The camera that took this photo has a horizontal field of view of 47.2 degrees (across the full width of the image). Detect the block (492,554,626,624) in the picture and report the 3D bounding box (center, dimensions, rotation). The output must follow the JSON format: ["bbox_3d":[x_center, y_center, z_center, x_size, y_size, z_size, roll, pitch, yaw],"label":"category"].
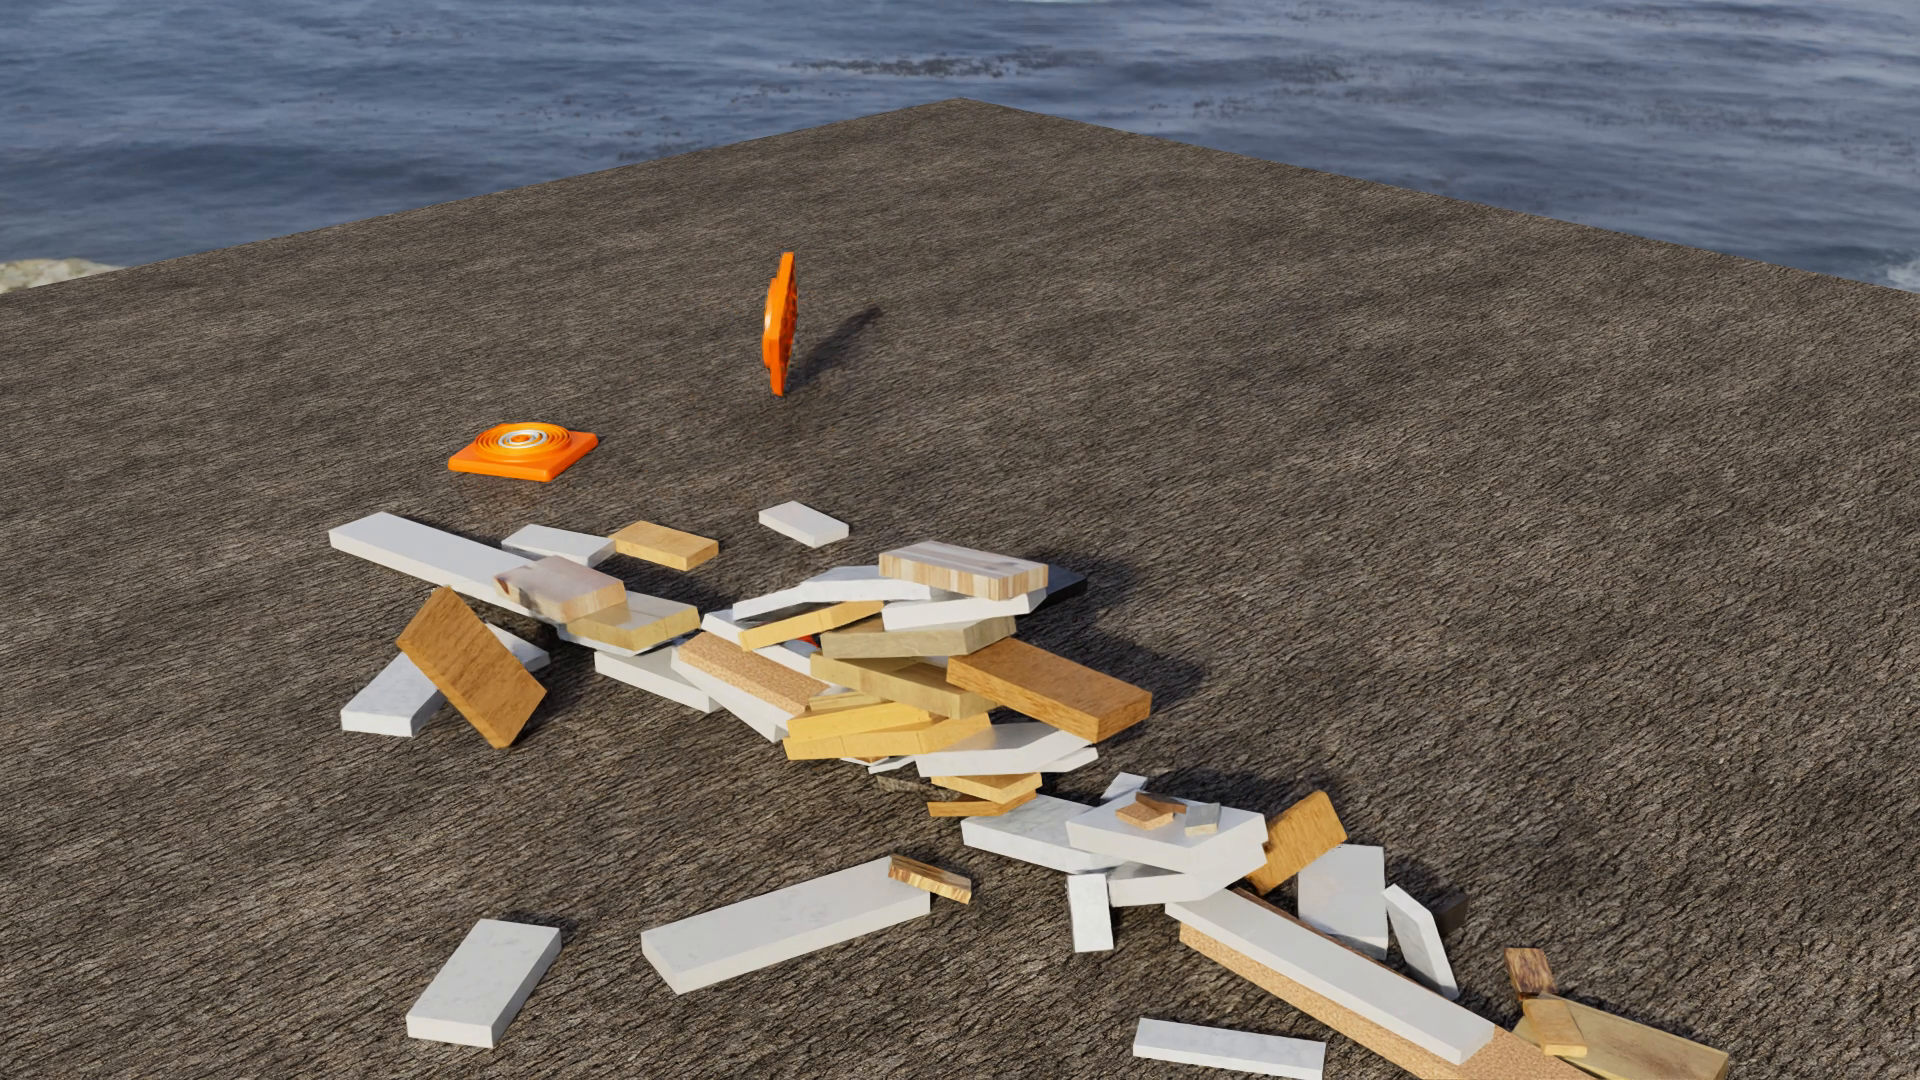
[{"bbox_3d":[-0.933,0.112,5.112,0.168,0.048,0.336,-21,22,-33],"label":"block"}]

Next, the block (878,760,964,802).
[{"bbox_3d":[-0.060,0.491,4.498,0.106,0.030,0.212,-20,16,-39],"label":"block"}]

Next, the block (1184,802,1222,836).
[{"bbox_3d":[0.435,0.499,3.933,0.057,0.016,0.113,-10,10,12],"label":"block"}]

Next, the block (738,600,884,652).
[{"bbox_3d":[-0.314,0.171,4.617,0.301,0.043,0.150,-16,2,45],"label":"block"}]

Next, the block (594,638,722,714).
[{"bbox_3d":[-0.644,0.292,5.008,0.350,0.050,0.175,16,28,33],"label":"block"}]

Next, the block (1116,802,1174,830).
[{"bbox_3d":[0.337,0.504,4.022,0.057,0.016,0.113,-17,11,-23],"label":"block"}]

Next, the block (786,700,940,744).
[{"bbox_3d":[-0.169,0.348,4.537,0.344,0.049,0.172,-12,7,31],"label":"block"}]

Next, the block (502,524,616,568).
[{"bbox_3d":[-1.035,0.018,5.671,0.259,0.037,0.130,10,25,22],"label":"block"}]

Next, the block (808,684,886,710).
[{"bbox_3d":[-0.207,0.316,4.563,0.207,0.029,0.103,-11,9,43],"label":"block"}]

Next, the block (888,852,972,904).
[{"bbox_3d":[-0.057,0.637,4.142,0.158,0.022,0.079,20,9,-4],"label":"block"}]

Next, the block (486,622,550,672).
[{"bbox_3d":[-1.070,0.256,5.120,0.241,0.029,0.104,20,30,39],"label":"block"}]

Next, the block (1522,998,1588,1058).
[{"bbox_3d":[0.995,0.816,3.682,0.069,0.020,0.138,4,21,-3],"label":"block"}]

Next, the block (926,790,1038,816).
[{"bbox_3d":[0.043,0.519,4.394,0.106,0.030,0.212,-20,7,-39],"label":"block"}]

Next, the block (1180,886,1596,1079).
[{"bbox_3d":[0.789,0.833,3.699,0.161,0.046,0.966,-20,32,-40],"label":"block"}]

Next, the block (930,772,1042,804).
[{"bbox_3d":[0.051,0.472,4.367,0.106,0.030,0.212,-20,19,-38],"label":"block"}]

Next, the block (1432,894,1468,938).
[{"bbox_3d":[0.872,0.704,4.023,0.161,0.060,0.017,-20,36,-39],"label":"block"}]

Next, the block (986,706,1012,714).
[{"bbox_3d":[0.111,0.334,4.928,0.247,0.035,0.123,-9,25,-20],"label":"block"}]

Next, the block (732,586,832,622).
[{"bbox_3d":[-0.361,0.138,4.758,0.130,0.037,0.259,5,-14,-43],"label":"block"}]

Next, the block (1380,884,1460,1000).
[{"bbox_3d":[0.803,0.705,3.836,0.030,0.210,0.105,-32,32,-13],"label":"block"}]

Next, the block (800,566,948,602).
[{"bbox_3d":[-0.159,0.087,4.529,0.301,0.043,0.150,-2,11,29],"label":"block"}]

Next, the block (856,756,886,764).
[{"bbox_3d":[-0.198,0.446,4.623,0.049,0.014,0.098,-19,18,-35],"label":"block"}]

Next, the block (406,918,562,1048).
[{"bbox_3d":[-0.834,0.777,3.874,0.154,0.044,0.309,5,23,11],"label":"block"}]

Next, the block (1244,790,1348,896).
[{"bbox_3d":[0.624,0.574,4.166,0.210,0.105,0.030,-30,13,-16],"label":"block"}]

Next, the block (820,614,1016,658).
[{"bbox_3d":[-0.085,0.188,4.425,0.357,0.051,0.179,-4,10,35],"label":"block"}]

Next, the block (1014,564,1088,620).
[{"bbox_3d":[0.186,0.126,5.418,0.123,0.035,0.247,21,31,40],"label":"block"}]

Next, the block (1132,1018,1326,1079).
[{"bbox_3d":[0.454,0.859,3.708,0.316,0.022,0.079,5,24,12],"label":"block"}]

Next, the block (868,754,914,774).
[{"bbox_3d":[-0.143,0.467,4.586,0.049,0.014,0.098,-22,3,-42],"label":"block"}]

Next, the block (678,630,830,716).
[{"bbox_3d":[-0.437,0.284,4.732,0.334,0.033,0.116,23,31,24],"label":"block"}]

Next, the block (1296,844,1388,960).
[{"bbox_3d":[0.714,0.671,4.121,0.161,0.046,0.321,3,23,8],"label":"block"}]

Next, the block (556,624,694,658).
[{"bbox_3d":[-0.783,0.199,5.110,0.175,0.050,0.350,-21,17,-33],"label":"block"}]

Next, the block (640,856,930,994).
[{"bbox_3d":[-0.316,0.704,4.046,0.515,0.044,0.154,-13,26,-28],"label":"block"}]

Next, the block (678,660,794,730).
[{"bbox_3d":[-0.433,0.300,4.788,0.336,0.048,0.168,26,33,28],"label":"block"}]

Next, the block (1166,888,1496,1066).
[{"bbox_3d":[0.629,0.738,3.807,0.615,0.030,0.105,23,31,38],"label":"block"}]

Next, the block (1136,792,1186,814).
[{"bbox_3d":[0.368,0.482,4.031,0.057,0.016,0.113,7,1,-16],"label":"block"}]

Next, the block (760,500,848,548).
[{"bbox_3d":[-0.414,-0.043,5.819,0.116,0.033,0.232,-20,30,-38],"label":"block"}]

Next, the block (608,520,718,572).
[{"bbox_3d":[-0.767,0.014,5.681,0.259,0.037,0.130,14,27,30],"label":"block"}]

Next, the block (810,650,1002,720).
[{"bbox_3d":[-0.092,0.272,4.430,0.421,0.051,0.179,12,19,42],"label":"block"}]

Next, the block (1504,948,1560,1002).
[{"bbox_3d":[1.015,0.773,3.913,0.069,0.020,0.138,1,23,2],"label":"block"}]

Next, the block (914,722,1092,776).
[{"bbox_3d":[0.080,0.405,4.270,0.172,0.049,0.344,-20,6,-36],"label":"block"}]

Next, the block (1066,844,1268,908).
[{"bbox_3d":[0.375,0.614,4.039,0.177,0.050,0.355,-20,2,-38],"label":"block"}]

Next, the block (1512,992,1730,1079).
[{"bbox_3d":[1.095,0.862,3.670,0.321,0.046,0.161,15,27,31],"label":"block"}]

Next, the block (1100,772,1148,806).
[{"bbox_3d":[0.337,0.517,4.521,0.060,0.017,0.120,10,25,22],"label":"block"}]

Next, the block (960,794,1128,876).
[{"bbox_3d":[0.189,0.568,4.263,0.177,0.050,0.355,-20,18,-39],"label":"block"}]

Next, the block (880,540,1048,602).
[{"bbox_3d":[0.006,0.059,4.367,0.309,0.044,0.154,12,17,39],"label":"block"}]

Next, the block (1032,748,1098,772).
[{"bbox_3d":[0.141,0.425,4.249,0.077,0.022,0.316,-20,6,-33],"label":"block"}]

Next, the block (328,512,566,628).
[{"bbox_3d":[-1.231,0.063,5.463,0.944,0.046,0.163,15,28,40],"label":"block"}]

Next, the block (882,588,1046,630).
[{"bbox_3d":[0.009,0.127,4.406,0.301,0.043,0.150,-7,8,16],"label":"block"}]

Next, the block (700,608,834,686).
[{"bbox_3d":[-0.382,0.236,4.785,0.353,0.035,0.123,22,11,19],"label":"block"}]

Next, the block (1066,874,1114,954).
[{"bbox_3d":[0.236,0.680,4.005,0.069,0.138,0.020,-4,-16,-7],"label":"block"}]

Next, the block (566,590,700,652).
[{"bbox_3d":[-0.740,0.180,4.949,0.168,0.048,0.336,-21,17,-32],"label":"block"}]

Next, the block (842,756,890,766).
[{"bbox_3d":[-0.201,0.456,4.643,0.098,0.014,0.049,6,21,45],"label":"block"}]

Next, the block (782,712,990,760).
[{"bbox_3d":[-0.157,0.396,4.533,0.172,0.049,0.474,-21,7,-40],"label":"block"}]

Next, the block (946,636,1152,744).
[{"bbox_3d":[0.170,0.283,4.236,0.357,0.051,0.179,20,25,34],"label":"block"}]

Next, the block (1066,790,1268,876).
[{"bbox_3d":[0.374,0.531,4.018,0.177,0.050,0.355,-19,12,-33],"label":"block"}]

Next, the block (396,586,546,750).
[{"bbox_3d":[-1.037,0.272,4.677,0.046,0.326,0.163,-16,32,40],"label":"block"}]

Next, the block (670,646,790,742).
[{"bbox_3d":[-0.458,0.316,4.855,0.350,0.050,0.175,31,36,35],"label":"block"}]

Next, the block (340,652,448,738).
[{"bbox_3d":[-1.229,0.337,4.908,0.163,0.046,0.326,5,23,12],"label":"block"}]
